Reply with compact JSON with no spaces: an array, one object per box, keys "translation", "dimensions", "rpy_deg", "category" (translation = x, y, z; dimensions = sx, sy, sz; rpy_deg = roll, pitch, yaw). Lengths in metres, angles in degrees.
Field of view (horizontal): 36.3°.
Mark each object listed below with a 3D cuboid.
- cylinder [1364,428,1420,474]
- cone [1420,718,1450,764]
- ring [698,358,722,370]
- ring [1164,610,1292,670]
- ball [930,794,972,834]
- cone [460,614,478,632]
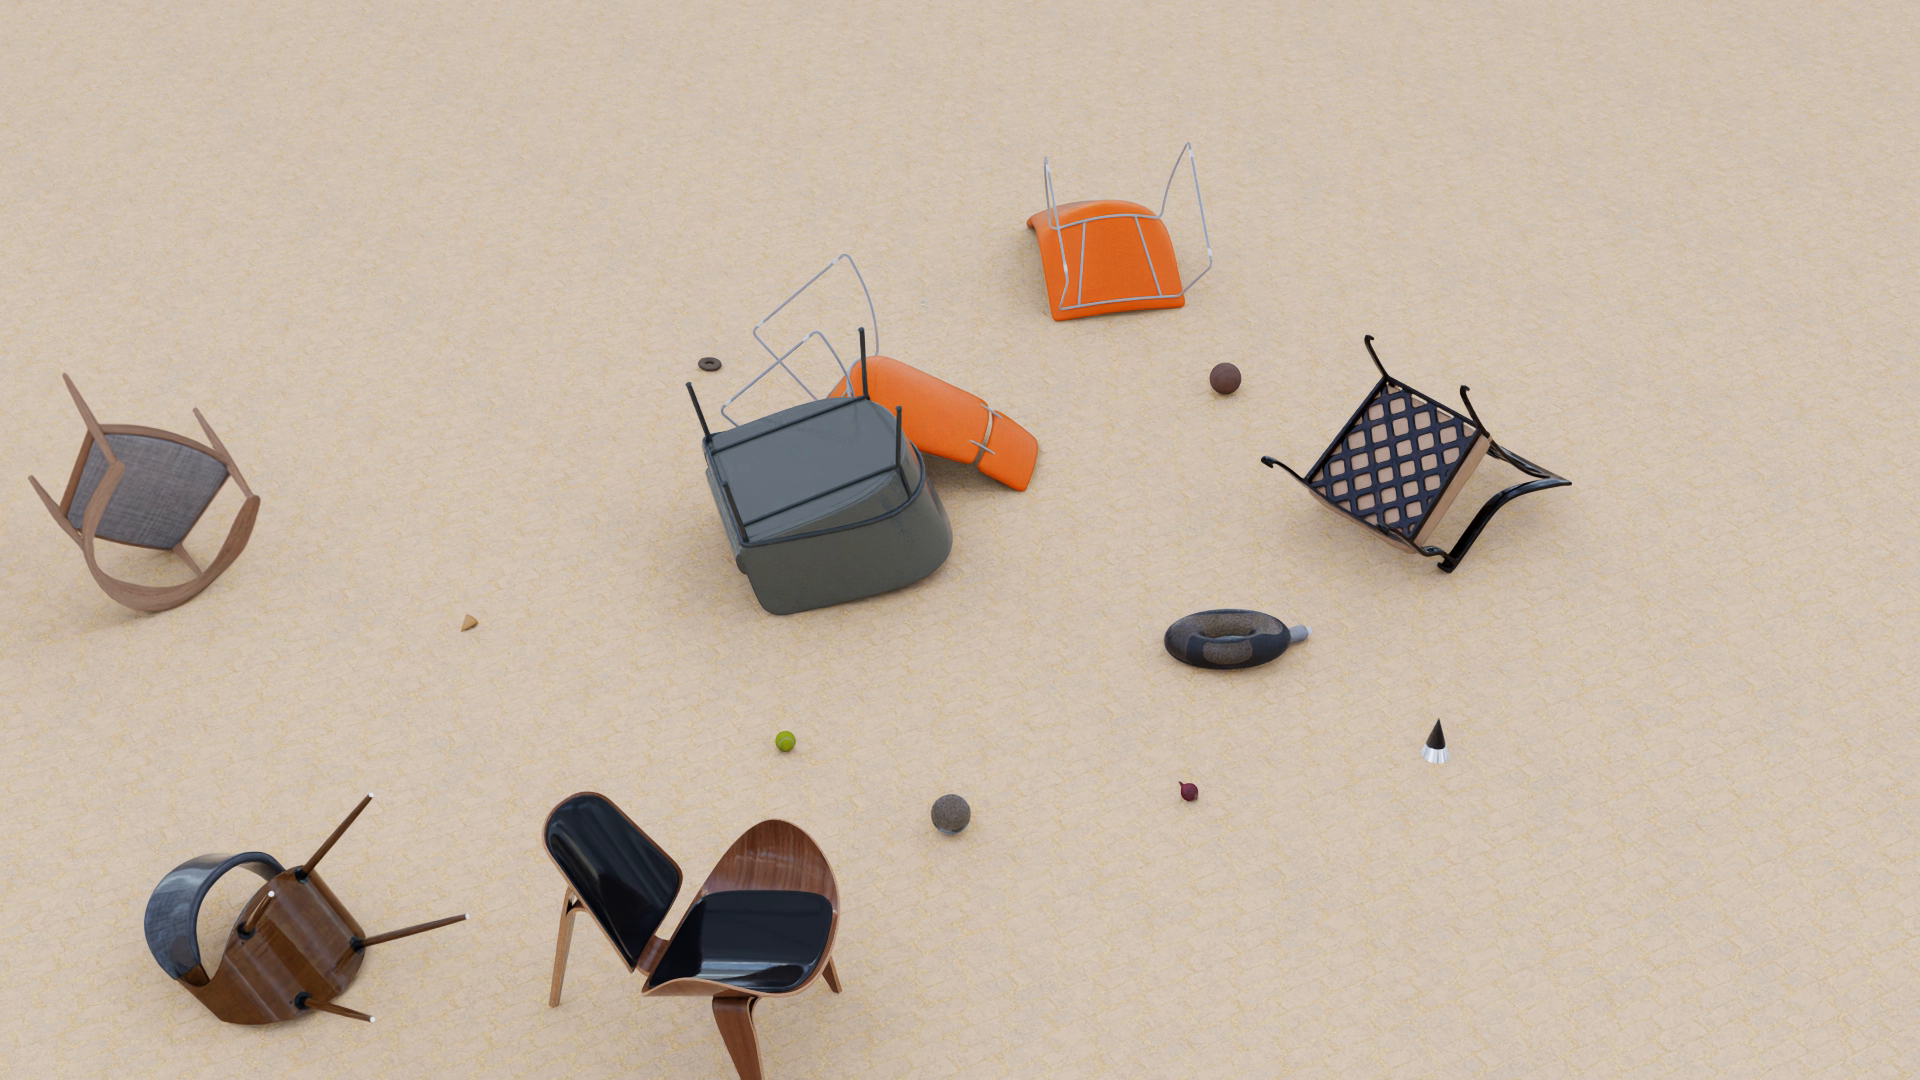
[{"translation":[1.665,-0.343,11.314],"dimensions":[0.184,0.164,0.229],"rpy_deg":[0,22,0],"category":"cylinder"},{"translation":[1.596,0.656,9.807],"dimensions":[0.090,0.156,0.105],"rpy_deg":[-20,39,-28],"category":"cone"},{"translation":[-1.026,-0.721,12.017],"dimensions":[0.102,0.025,0.091],"rpy_deg":[22,39,31],"category":"ring"},{"translation":[0.939,0.348,10.299],"dimensions":[0.448,0.116,0.279],"rpy_deg":[-1,33,7],"category":"ring"},{"translation":[-0.030,0.887,9.480],"dimensions":[0.131,0.131,0.131],"rpy_deg":[0,33,0],"category":"ball"},{"translation":[-1.762,0.306,10.460],"dimensions":[0.058,0.045,0.068],"rpy_deg":[21,57,25],"category":"cone"}]
